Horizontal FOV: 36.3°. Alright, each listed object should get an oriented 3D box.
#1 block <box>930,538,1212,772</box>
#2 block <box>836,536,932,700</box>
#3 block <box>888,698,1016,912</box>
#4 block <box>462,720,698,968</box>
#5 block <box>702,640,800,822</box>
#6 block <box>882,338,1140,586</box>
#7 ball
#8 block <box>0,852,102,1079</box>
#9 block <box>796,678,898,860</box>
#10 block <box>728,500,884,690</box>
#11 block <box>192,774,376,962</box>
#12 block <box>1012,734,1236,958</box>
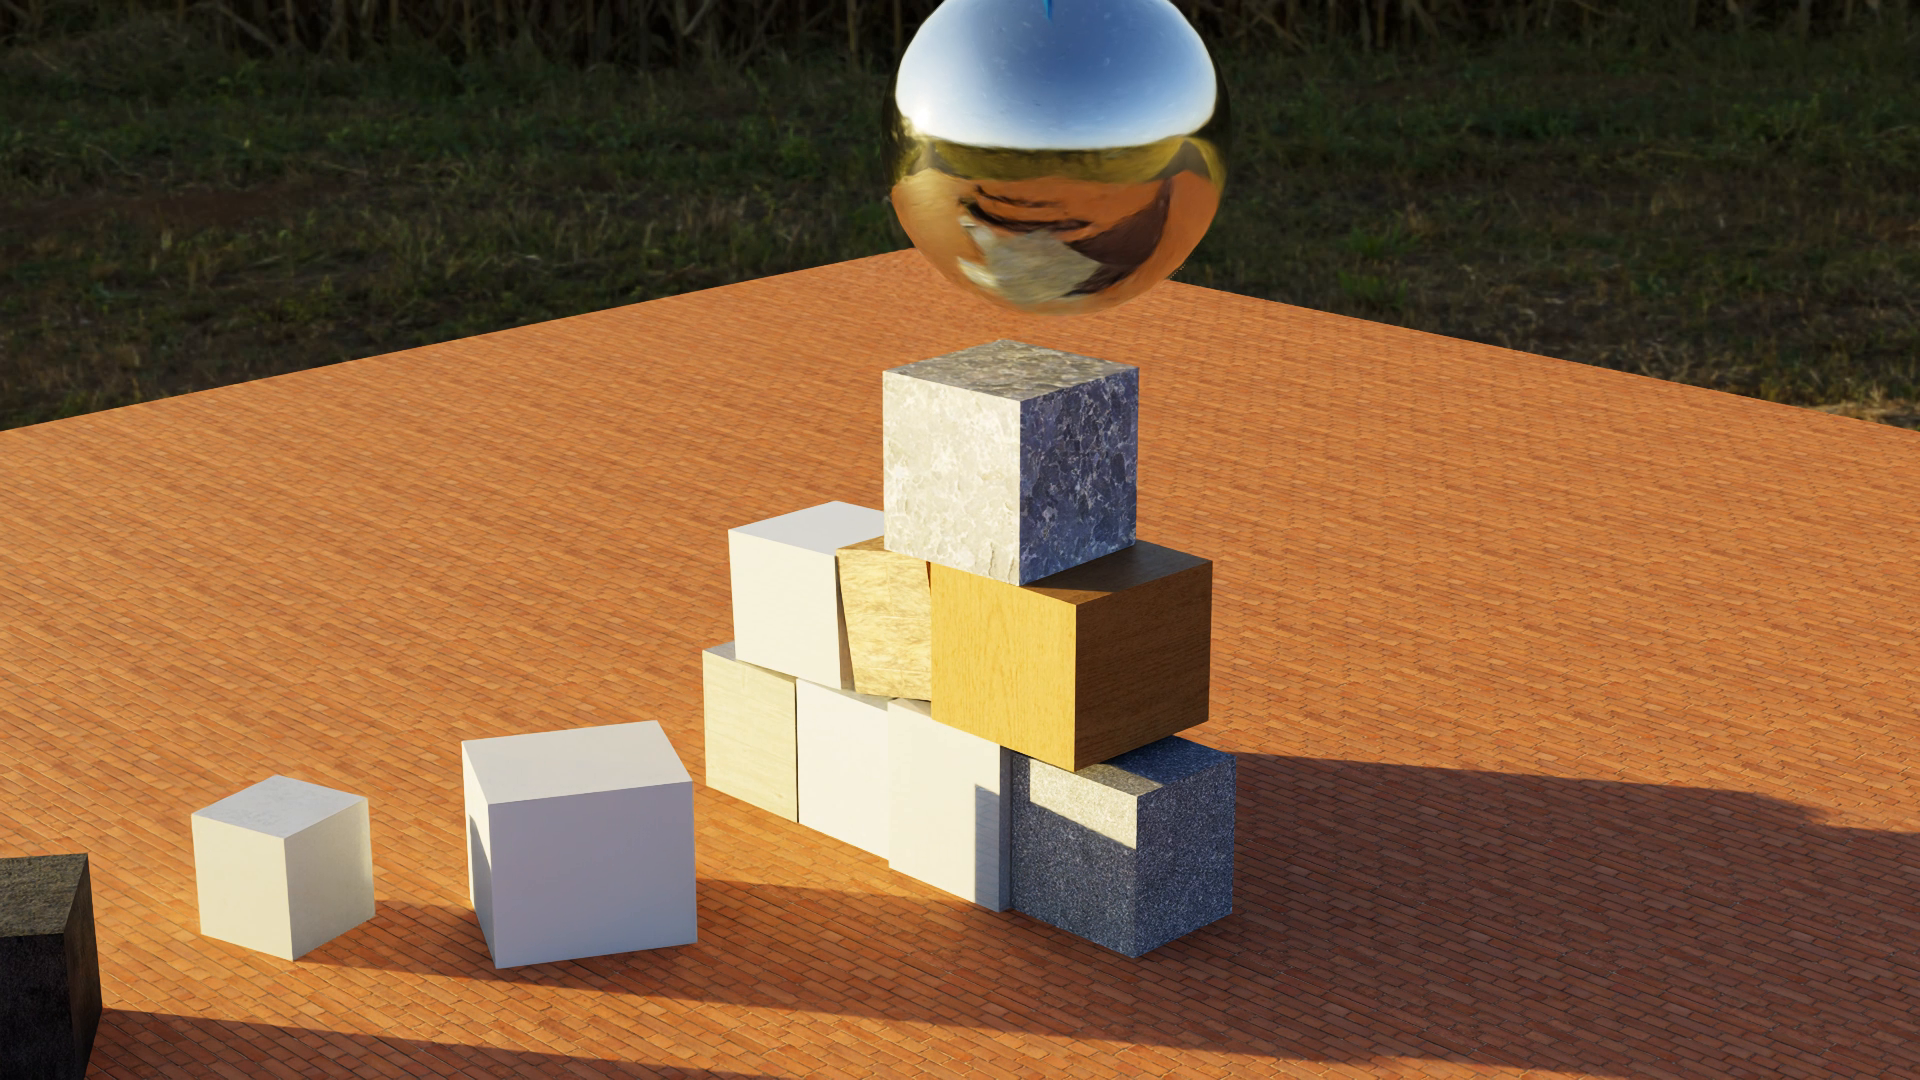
[{"bbox_3d":[0.490,0.446,12.963,0.871,0.750,0.877,-16,24,-42],"label":"block"},{"bbox_3d":[-0.111,0.322,13.494,0.582,0.682,0.605,-16,13,-42],"label":"block"},{"bbox_3d":[0.205,1.113,13.446,0.798,0.813,0.707,-17,24,-42],"label":"block"},{"bbox_3d":[-1.674,1.322,12.873,0.878,0.759,0.760,-5,18,-16],"label":"block"},{"bbox_3d":[-0.748,0.864,14.413,0.761,0.709,0.666,-17,24,-42],"label":"block"},{"bbox_3d":[0.224,-0.359,12.917,0.787,0.813,0.800,15,23,40],"label":"block"},{"bbox_3d":[0.433,-1.808,13.228,1.600,1.600,1.600,0,17,0],"label":"ball"},{"bbox_3d":[-3.927,1.744,11.634,0.871,0.697,0.775,-3,18,-9],"label":"block"},{"bbox_3d":[-0.267,0.996,13.952,0.749,0.734,0.671,-17,24,-42],"label":"block"},{"bbox_3d":[-0.583,0.251,14.038,0.689,0.645,0.756,-16,21,-42],"label":"block"},{"bbox_3d":[-2.960,1.429,12.850,0.535,0.569,0.528,10,20,29],"label":"block"},{"bbox_3d":[0.722,1.297,12.969,0.657,0.749,0.727,-17,24,-42],"label":"block"}]
